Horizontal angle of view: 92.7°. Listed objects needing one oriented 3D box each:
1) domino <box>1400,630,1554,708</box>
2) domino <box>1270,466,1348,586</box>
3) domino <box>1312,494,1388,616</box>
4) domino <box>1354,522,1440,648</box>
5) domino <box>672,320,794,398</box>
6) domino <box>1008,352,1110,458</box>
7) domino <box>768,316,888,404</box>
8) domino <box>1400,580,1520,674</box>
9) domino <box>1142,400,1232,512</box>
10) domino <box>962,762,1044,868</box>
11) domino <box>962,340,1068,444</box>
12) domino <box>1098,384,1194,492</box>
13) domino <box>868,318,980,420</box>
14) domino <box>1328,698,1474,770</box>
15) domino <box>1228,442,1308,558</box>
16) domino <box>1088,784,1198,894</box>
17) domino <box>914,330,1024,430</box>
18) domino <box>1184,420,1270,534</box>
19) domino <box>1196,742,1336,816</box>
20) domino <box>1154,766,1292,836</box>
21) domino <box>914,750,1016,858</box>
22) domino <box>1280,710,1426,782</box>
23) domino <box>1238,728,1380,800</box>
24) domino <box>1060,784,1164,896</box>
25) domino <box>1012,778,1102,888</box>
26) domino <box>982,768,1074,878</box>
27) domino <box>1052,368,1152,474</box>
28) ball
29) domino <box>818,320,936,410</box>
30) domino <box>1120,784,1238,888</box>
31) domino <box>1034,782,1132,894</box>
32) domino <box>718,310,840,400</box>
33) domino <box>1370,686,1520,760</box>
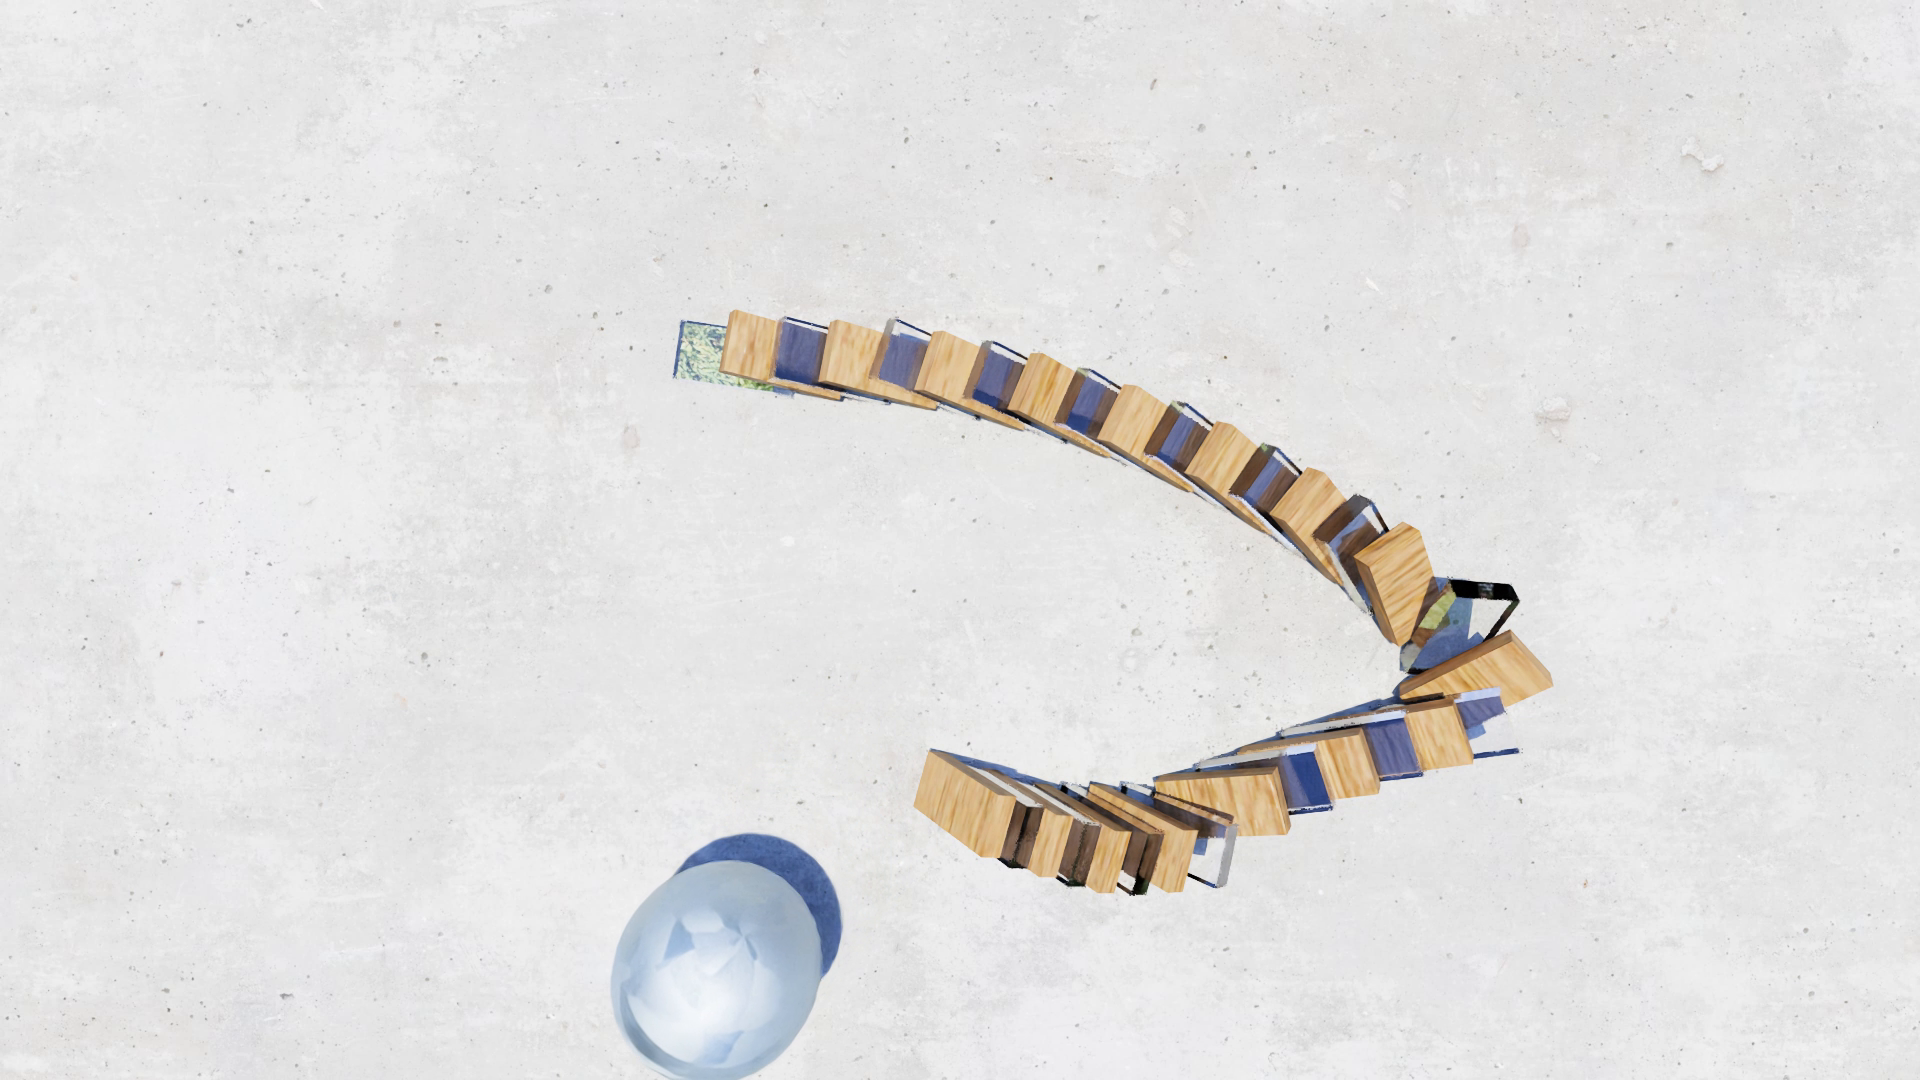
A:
[{"bbox_3d":[0.213,0.060,0.381,0.025,0.010,0.050,46,126,-3],"label":"domino"},{"bbox_3d":[0.153,-0.005,0.383,0.050,0.009,0.025,39,90,-30],"label":"domino"},{"bbox_3d":[0.169,0.007,0.383,0.025,0.009,0.050,-44,122,0],"label":"domino"},{"bbox_3d":[0.184,0.019,0.383,0.025,0.010,0.050,-35,121,-1],"label":"domino"},{"bbox_3d":[-0.096,-0.078,0.395,0.050,0.010,0.025,8,90,0],"label":"domino"},{"bbox_3d":[0.046,-0.056,0.384,0.050,0.009,0.025,22,90,-29],"label":"domino"},{"bbox_3d":[-0.053,-0.075,0.384,0.050,0.009,0.025,9,90,-28],"label":"domino"},{"bbox_3d":[0.205,0.037,0.379,0.025,0.050,0.010,4,45,0],"label":"domino"},{"bbox_3d":[0.102,-0.035,0.384,0.050,0.010,0.025,30,90,-30],"label":"domino"},{"bbox_3d":[0.012,0.112,0.377,0.010,0.050,0.025,16,90,-36],"label":"domino"},{"bbox_3d":[0.027,-0.062,0.384,0.050,0.010,0.025,20,90,-29],"label":"domino"},{"bbox_3d":[0.083,-0.042,0.384,0.050,0.009,0.025,26,90,-30],"label":"domino"},{"bbox_3d":[-0.011,-0.071,0.384,0.050,0.009,0.025,18,90,-29],"label":"domino"},{"bbox_3d":[0.183,0.084,0.382,0.050,0.009,0.025,-19,93,32],"label":"domino"},{"bbox_3d":[0.136,-0.016,0.383,0.050,0.009,0.025,35,90,-30],"label":"domino"},{"bbox_3d":[0.072,0.122,0.378,0.009,0.050,0.025,14,90,-39],"label":"domino"},{"bbox_3d":[0.008,-0.066,0.384,0.050,0.010,0.025,18,90,-29],"label":"domino"},{"bbox_3d":[0.119,-0.026,0.383,0.050,0.009,0.025,32,90,-30],"label":"domino"},{"bbox_3d":[0.127,0.102,0.383,0.050,0.009,0.025,-18,90,31],"label":"domino"},{"bbox_3d":[0.109,0.110,0.383,0.050,0.009,0.025,-14,90,31],"label":"domino"},{"bbox_3d":[0.001,0.108,0.377,0.010,0.050,0.025,16,90,-36],"label":"domino"},{"bbox_3d":[0.163,0.088,0.383,0.050,0.009,0.025,-18,90,32],"label":"domino"},{"bbox_3d":[0.145,0.096,0.383,0.050,0.010,0.025,-18,90,31],"label":"domino"},{"bbox_3d":[0.059,0.122,0.377,0.010,0.050,0.025,16,90,-37],"label":"domino"},{"bbox_3d":[0.035,0.119,0.377,0.009,0.050,0.025,16,90,-36],"label":"domino"},{"bbox_3d":[0.023,0.115,0.377,0.010,0.050,0.025,16,90,-36],"label":"domino"},{"bbox_3d":[0.065,-0.050,0.384,0.050,0.009,0.025,24,90,-30],"label":"domino"},{"bbox_3d":[-0.094,0.168,0.360,0.080,0.080,0.080,0,90,0],"label":"ball"},{"bbox_3d":[-0.032,-0.073,0.384,0.050,0.009,0.025,11,90,-28],"label":"domino"},{"bbox_3d":[0.088,0.121,0.379,0.050,0.010,0.025,11,90,44],"label":"domino"},{"bbox_3d":[0.046,0.122,0.377,0.009,0.050,0.025,16,90,-36],"label":"domino"},{"bbox_3d":[-0.073,-0.077,0.384,0.050,0.009,0.025,11,89,-28],"label":"domino"},{"bbox_3d":[0.201,0.079,0.382,0.050,0.009,0.025,-19,94,32],"label":"domino"}]
